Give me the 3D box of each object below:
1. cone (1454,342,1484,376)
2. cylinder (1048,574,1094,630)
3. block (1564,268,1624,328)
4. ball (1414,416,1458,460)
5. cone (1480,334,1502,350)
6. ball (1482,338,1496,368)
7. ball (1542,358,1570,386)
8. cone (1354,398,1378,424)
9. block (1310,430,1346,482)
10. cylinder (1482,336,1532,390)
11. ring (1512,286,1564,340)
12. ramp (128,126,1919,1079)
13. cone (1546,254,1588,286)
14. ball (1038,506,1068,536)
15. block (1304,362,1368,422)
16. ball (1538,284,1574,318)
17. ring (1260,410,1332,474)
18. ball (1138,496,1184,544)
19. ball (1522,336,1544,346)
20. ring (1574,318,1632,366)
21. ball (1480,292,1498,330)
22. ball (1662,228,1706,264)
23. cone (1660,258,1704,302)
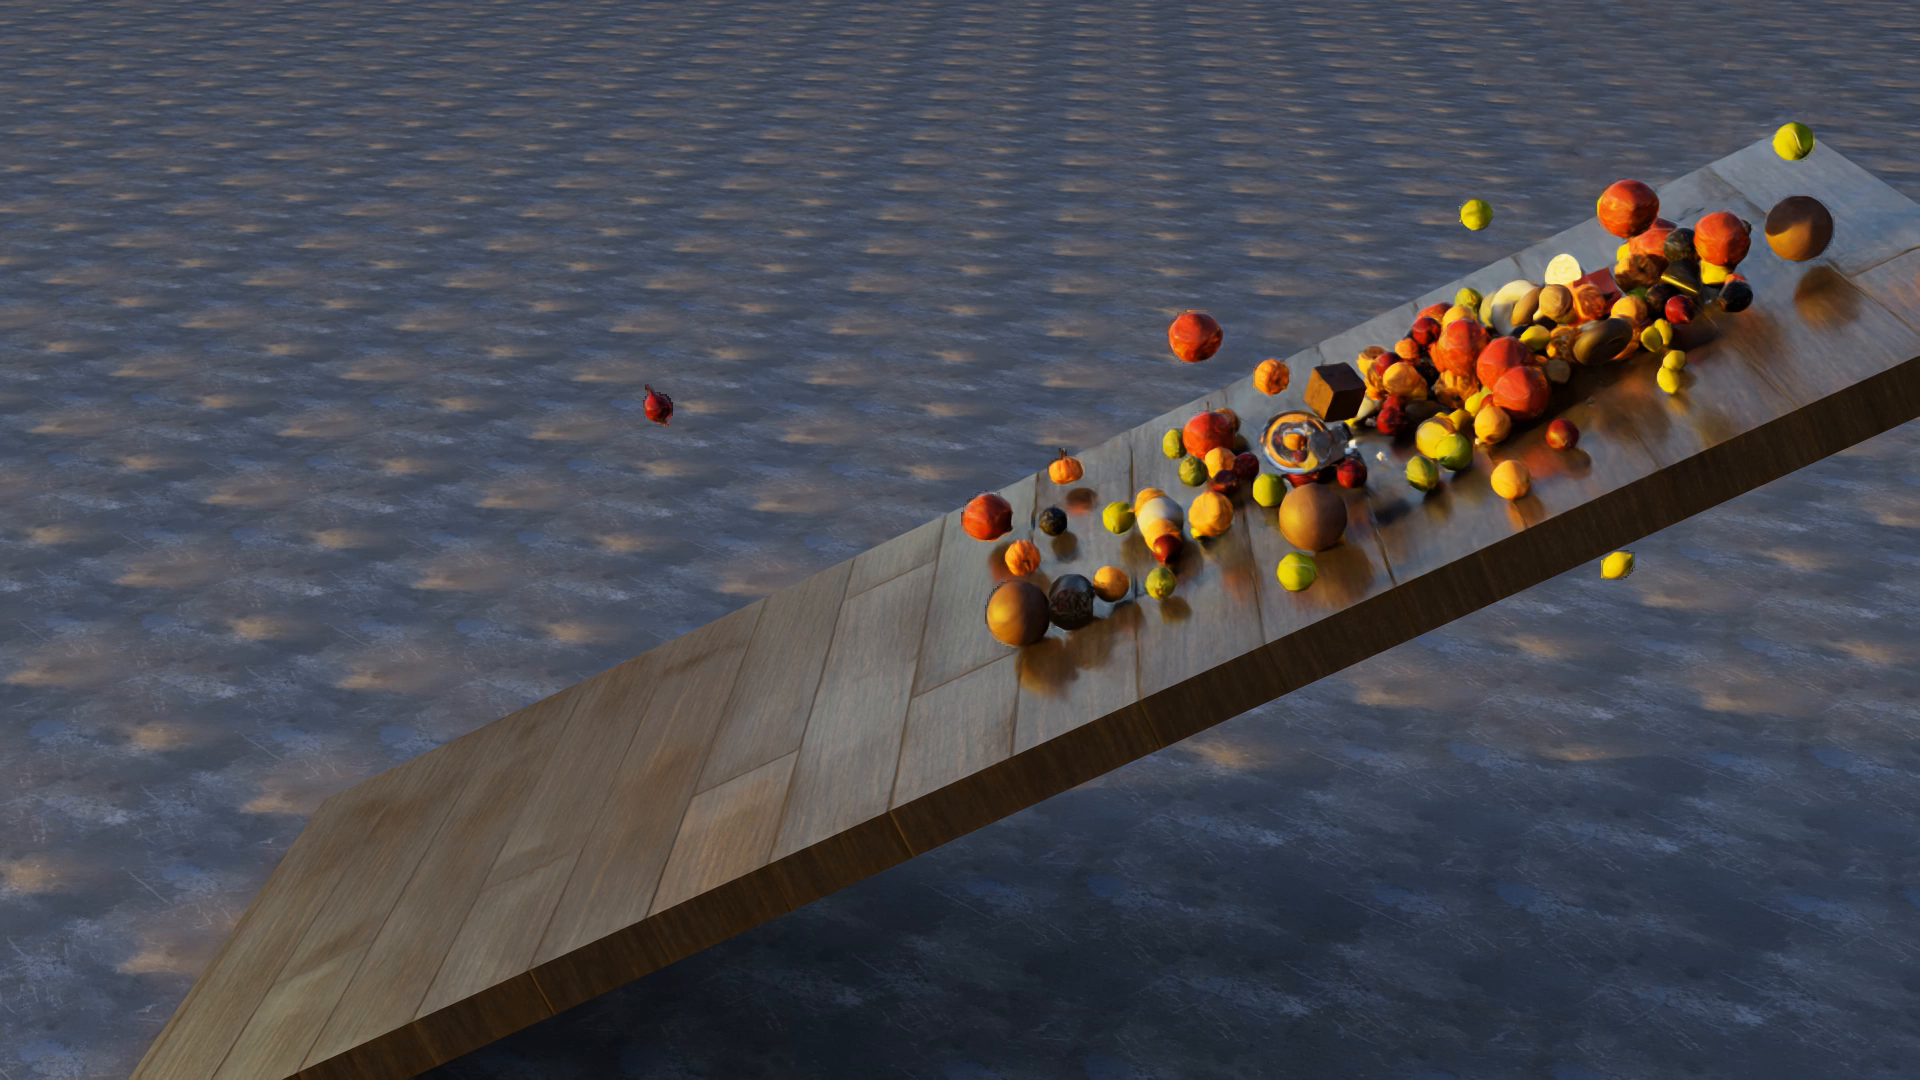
[{"bbox_3d":[1.098,-0.385,6.242,0.072,0.072,0.072,-5,17,-18],"label":"cone"},{"bbox_3d":[0.222,0.124,5.866,0.090,0.090,0.090,1,19,3],"label":"cylinder"},{"bbox_3d":[1.296,-0.499,6.058,0.088,0.088,0.088,-22,0,-14],"label":"block"},{"bbox_3d":[0.931,-0.199,5.754,0.084,0.084,0.084,0,16,0],"label":"ball"},{"bbox_3d":[1.141,-0.424,6.228,0.055,0.055,0.055,-10,-22,-32],"label":"cone"},{"bbox_3d":[1.122,-0.382,6.095,0.077,0.077,0.077,0,16,0],"label":"ball"},{"bbox_3d":[1.182,-0.331,5.829,0.055,0.055,0.055,0,16,0],"label":"ball"},{"bbox_3d":[0.849,-0.264,6.219,0.052,0.052,0.052,19,59,48],"label":"cone"},{"bbox_3d":[0.741,-0.173,6.007,0.065,0.065,0.065,-30,-17,-10],"label":"block"},{"bbox_3d":[1.108,-0.360,5.964,0.076,0.076,0.076,-7,58,-22],"label":"cylinder"},{"bbox_3d":[1.178,-0.463,5.986,0.125,0.125,0.042,-9,41,-28],"label":"ring"},{"bbox_3d":[0.137,0.168,6.281,4.000,0.100,2.000,-25,13,9],"label":"ramp"},{"bbox_3d":[1.356,-0.579,6.467,0.096,0.096,0.096,-3,15,-40],"label":"cone"},{"bbox_3d":[0.208,-0.043,6.581,0.066,0.066,0.066,0,16,0],"label":"ball"},{"bbox_3d":[0.762,-0.299,5.974,0.081,0.081,0.081,-10,45,-26],"label":"block"},{"bbox_3d":[1.192,-0.478,5.886,0.069,0.069,0.069,0,16,0],"label":"ball"},{"bbox_3d":[0.679,-0.199,5.946,0.146,0.049,0.146,1,61,-1],"label":"ring"},{"bbox_3d":[0.417,-0.042,6.106,0.096,0.096,0.096,0,16,0],"label":"ball"},{"bbox_3d":[1.197,-0.449,6.202,0.078,0.078,0.078,0,16,0],"label":"ball"},{"bbox_3d":[1.236,-0.381,5.651,0.122,0.122,0.041,-10,60,-31],"label":"ring"},{"bbox_3d":[1.130,-0.480,6.160,0.082,0.082,0.082,0,16,0],"label":"ball"},{"bbox_3d":[1.484,-0.599,6.027,0.084,0.084,0.084,0,16,0],"label":"ball"},{"bbox_3d":[1.450,-0.501,5.830,0.090,0.090,0.090,-3,23,-10],"label":"cone"}]
